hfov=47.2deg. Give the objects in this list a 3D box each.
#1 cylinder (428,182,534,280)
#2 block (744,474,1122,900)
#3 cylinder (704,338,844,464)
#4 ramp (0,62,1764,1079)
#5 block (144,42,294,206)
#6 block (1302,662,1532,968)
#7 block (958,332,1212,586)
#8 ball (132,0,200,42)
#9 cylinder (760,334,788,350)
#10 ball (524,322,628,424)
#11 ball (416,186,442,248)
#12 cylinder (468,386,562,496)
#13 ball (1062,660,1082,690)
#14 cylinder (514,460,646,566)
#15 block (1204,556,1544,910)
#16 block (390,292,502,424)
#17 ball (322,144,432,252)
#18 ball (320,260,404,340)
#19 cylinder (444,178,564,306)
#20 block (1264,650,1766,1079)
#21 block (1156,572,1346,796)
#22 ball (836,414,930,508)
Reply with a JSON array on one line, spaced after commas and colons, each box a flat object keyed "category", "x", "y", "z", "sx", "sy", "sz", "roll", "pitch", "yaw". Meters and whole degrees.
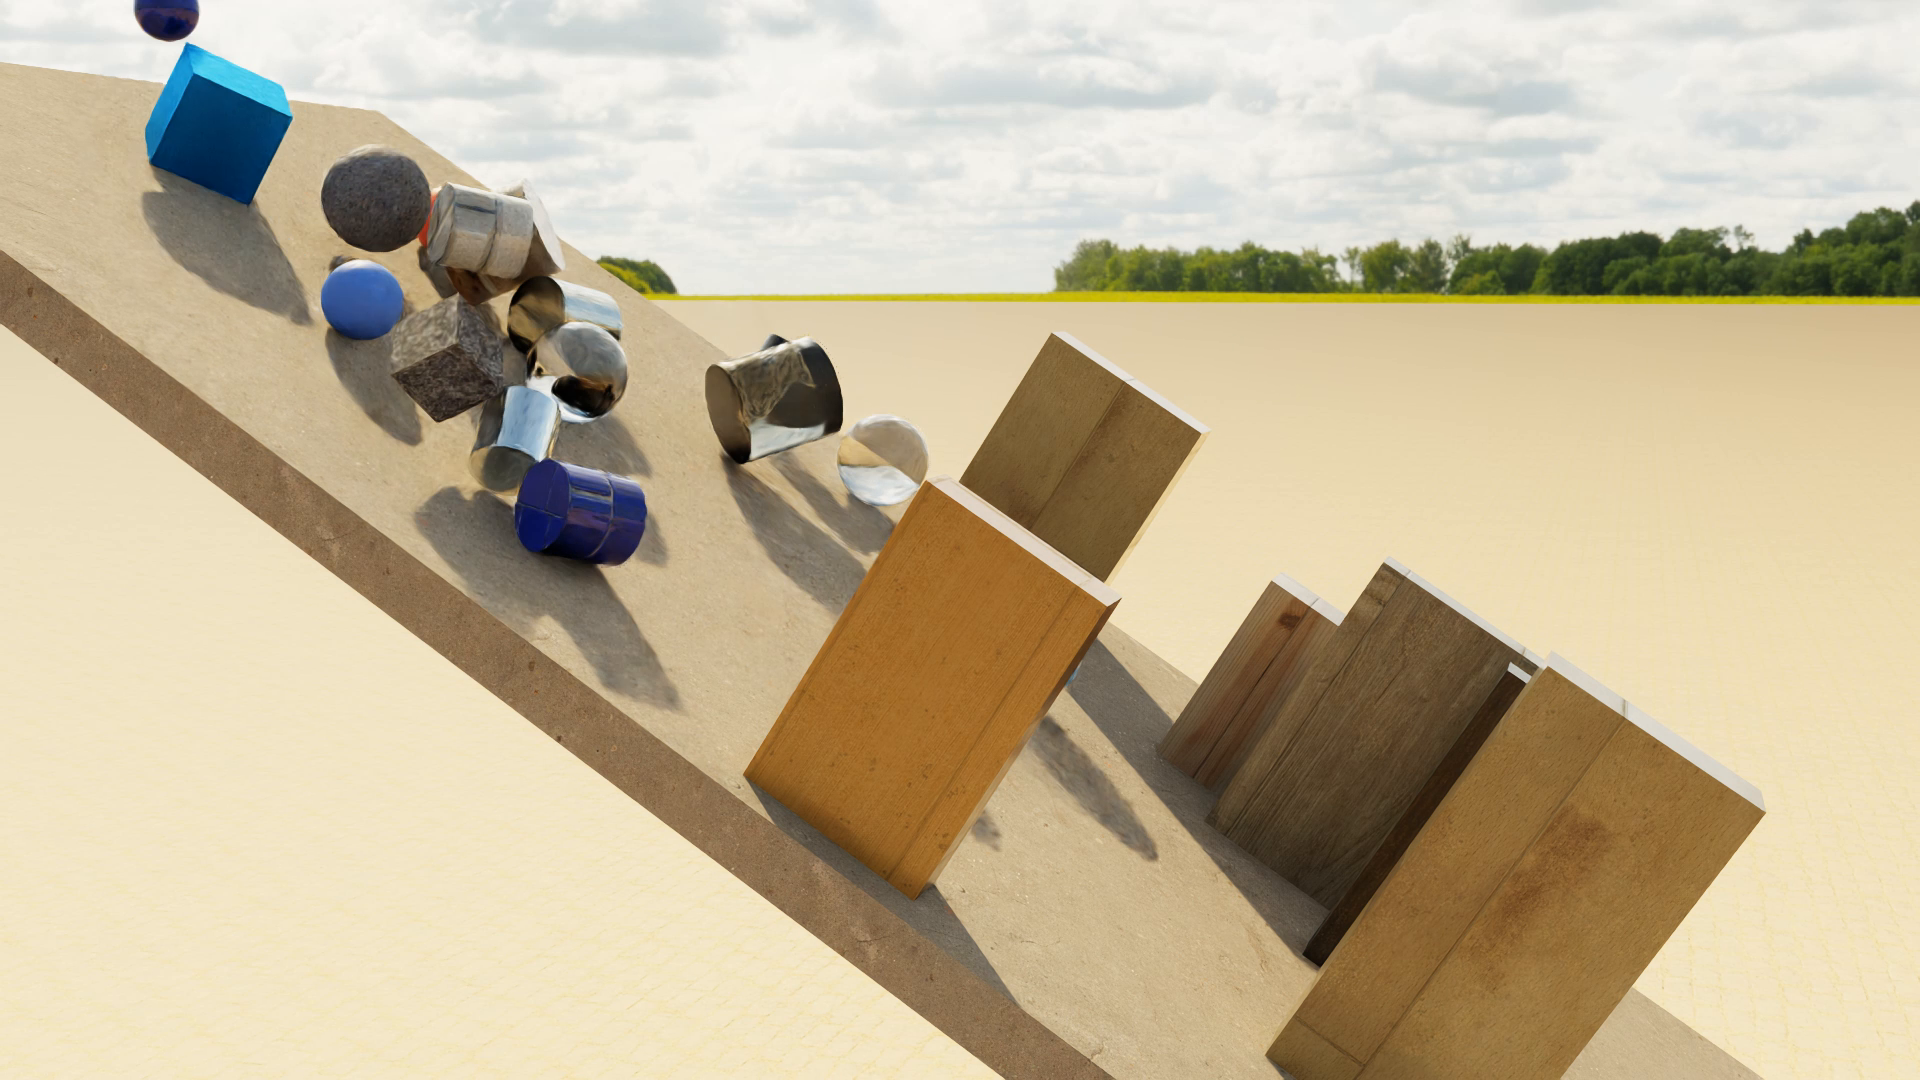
[{"category": "cylinder", "x": -0.917, "y": -0.590, "z": 4.203, "sx": 0.156, "sy": 0.156, "sz": 0.156, "roll": 9, "pitch": 2, "yaw": -30}, {"category": "block", "x": -0.043, "y": 0.211, "z": 3.149, "sx": 0.311, "sy": 0.520, "sz": 0.096, "roll": 35, "pitch": 15, "yaw": 10}, {"category": "cylinder", "x": -0.380, "y": -0.285, "z": 4.489, "sx": 0.210, "sy": 0.210, "sz": 0.210, "roll": -20, "pitch": 15, "yaw": -25}, {"category": "ramp", "x": -0.138, "y": 0.230, "z": 4.105, "sx": 4.000, "sy": 0.100, "sz": 2.000, "roll": 35, "pitch": 15, "yaw": 10}, {"category": "block", "x": -1.426, "y": -0.800, "z": 4.224, "sx": 0.195, "sy": 0.195, "sz": 0.195, "roll": 23, "pitch": 18, "yaw": -32}, {"category": "block", "x": 0.863, "y": 0.532, "z": 3.754, "sx": 0.243, "sy": 0.615, "sz": 0.081, "roll": 35, "pitch": 15, "yaw": 10}, {"category": "block", "x": 0.237, "y": -0.129, "z": 4.793, "sx": 0.390, "sy": 0.518, "sz": 0.114, "roll": 35, "pitch": 15, "yaw": 10}, {"category": "ball", "x": -1.539, "y": -1.030, "z": 4.265, "sx": 0.125, "sy": 0.125, "sz": 0.125, "roll": 0, "pitch": 7, "yaw": 0}, {"category": "cylinder", "x": -0.397, "y": -0.368, "z": 4.832, "sx": 0.125, "sy": 0.125, "sz": 0.125, "roll": 31, "pitch": -5, "yaw": 3}, {"category": "ball", "x": -0.715, "y": -0.312, "z": 4.104, "sx": 0.191, "sy": 0.191, "sz": 0.191, "roll": 0, "pitch": 7, "yaw": 0}, {"category": "ball", "x": -1.074, "y": -0.668, "z": 4.610, "sx": 0.144, "sy": 0.144, "sz": 0.144, "roll": 0, "pitch": 7, "yaw": 0}, {"category": "cylinder", "x": -0.732, "y": -0.162, "z": 3.616, "sx": 0.129, "sy": 0.129, "sz": 0.129, "roll": 3, "pitch": -38, "yaw": 3}, {"category": "ball", "x": 0.140, "y": 0.210, "z": 4.169, "sx": 0.185, "sy": 0.185, "sz": 0.185, "roll": 0, "pitch": 7, "yaw": 0}, {"category": "cylinder", "x": -0.609, "y": -0.042, "z": 3.528, "sx": 0.149, "sy": 0.149, "sz": 0.149, "roll": 14, "pitch": -5, "yaw": -44}, {"category": "block", "x": 0.768, "y": 0.377, "z": 4.086, "sx": 0.346, "sy": 0.601, "sz": 0.094, "roll": 35, "pitch": 15, "yaw": 10}, {"category": "block", "x": -0.841, "y": -0.298, "z": 3.608, "sx": 0.127, "sy": 0.127, "sz": 0.127, "roll": -24, "pitch": 45, "yaw": 12}, {"category": "ball", "x": -1.136, "y": -0.665, "z": 4.285, "sx": 0.207, "sy": 0.207, "sz": 0.207, "roll": 0, "pitch": 7, "yaw": 0}, {"category": "ball", "x": -1.053, "y": -0.422, "z": 3.875, "sx": 0.141, "sy": 0.141, "sz": 0.141, "roll": 0, "pitch": 7, "yaw": 0}, {"category": "cylinder", "x": -0.926, "y": -0.596, "z": 4.411, "sx": 0.197, "sy": 0.197, "sz": 0.197, "roll": -21, "pitch": 7, "yaw": 2}, {"category": "block", "x": 0.820, "y": 0.576, "z": 3.288, "sx": 0.361, "sy": 0.739, "sz": 0.140, "roll": 35, "pitch": 15, "yaw": 10}, {"category": "block", "x": 0.678, "y": 0.355, "z": 4.331, "sx": 0.407, "sy": 0.418, "sz": 0.136, "roll": 35, "pitch": 15, "yaw": 10}, {"category": "ball", "x": -0.166, "y": -0.171, "z": 4.737, "sx": 0.200, "sy": 0.200, "sz": 0.200, "roll": 0, "pitch": 7, "yaw": 0}]
